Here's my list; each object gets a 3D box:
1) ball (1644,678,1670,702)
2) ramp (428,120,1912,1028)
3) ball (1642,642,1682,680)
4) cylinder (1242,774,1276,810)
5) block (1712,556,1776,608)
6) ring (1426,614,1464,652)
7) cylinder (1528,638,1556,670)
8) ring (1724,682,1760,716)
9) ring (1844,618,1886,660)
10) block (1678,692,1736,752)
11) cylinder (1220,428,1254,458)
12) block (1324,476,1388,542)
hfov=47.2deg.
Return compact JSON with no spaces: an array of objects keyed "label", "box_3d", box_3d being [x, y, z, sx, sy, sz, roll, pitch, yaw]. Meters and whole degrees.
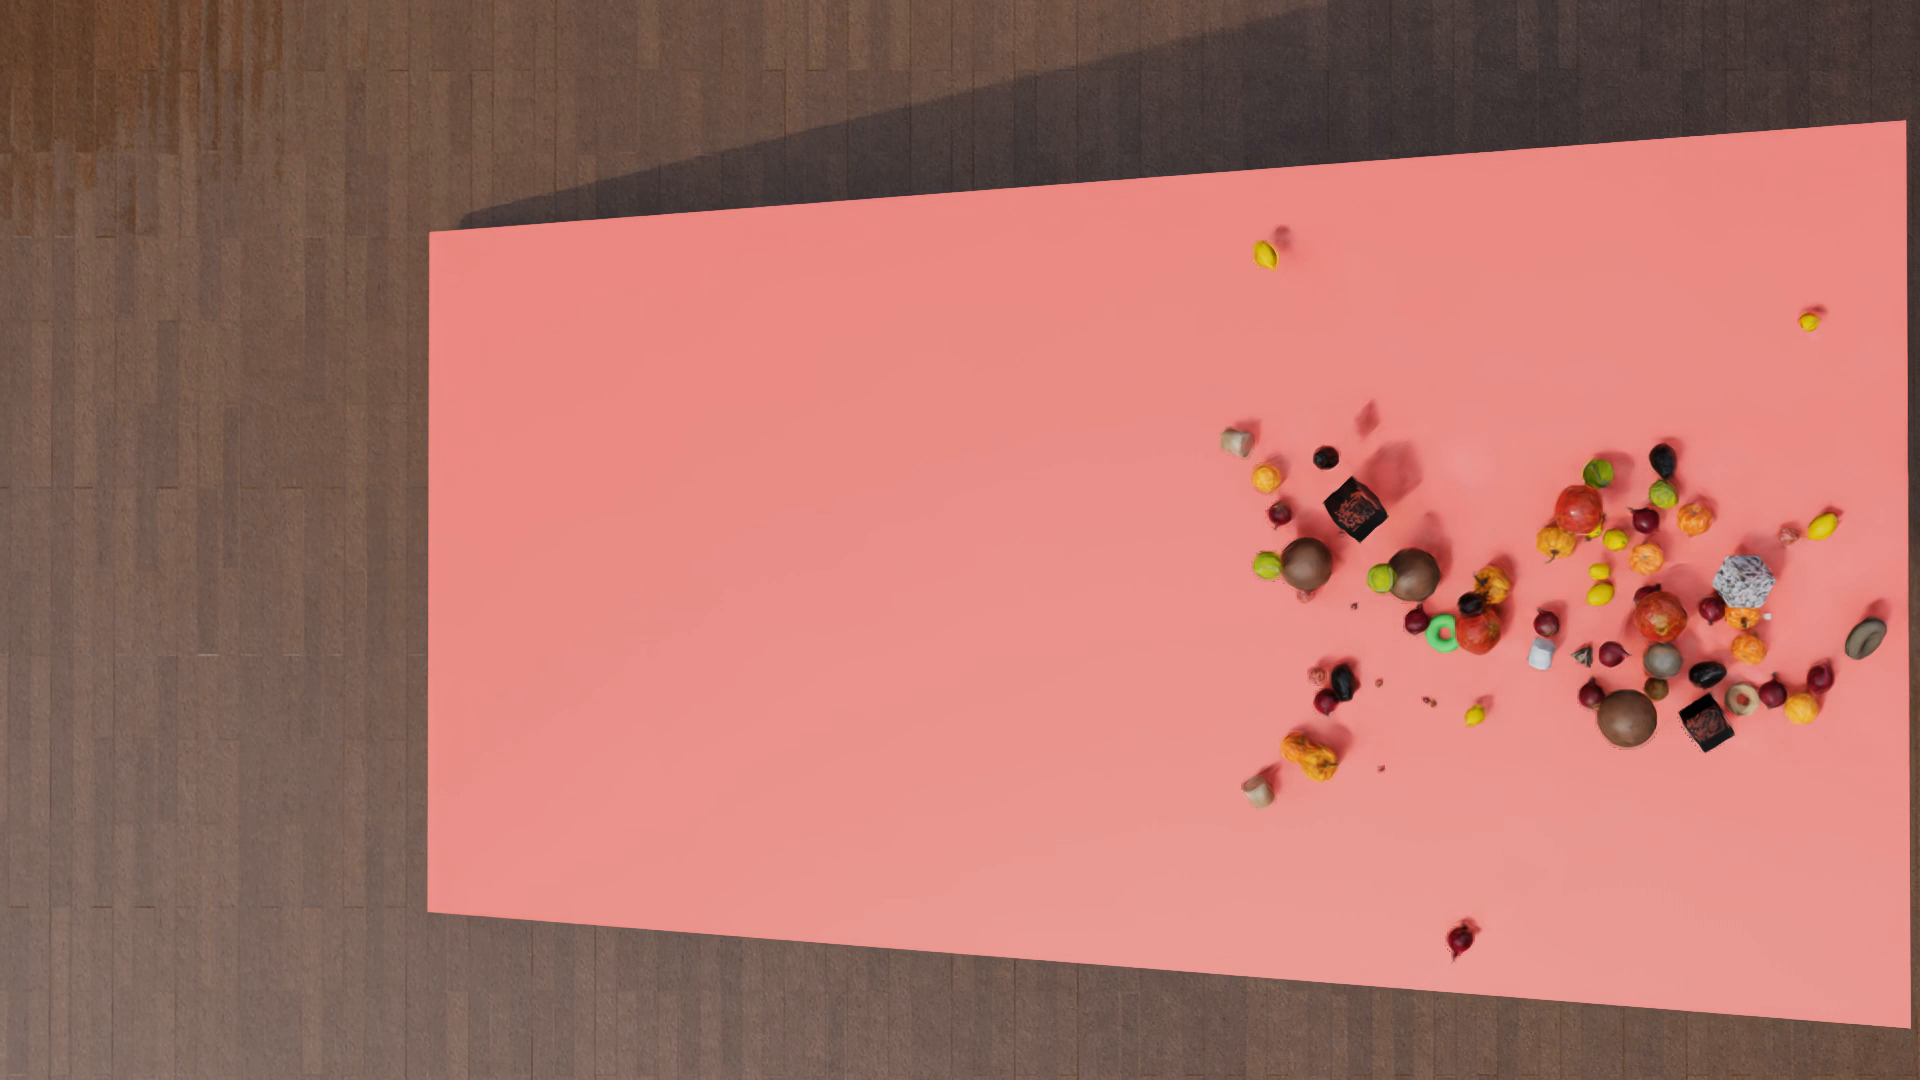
[{"label":"ball","box_3d":[1.594,0.341,5.031,0.056,0.056,0.056,0,89,0]},{"label":"ramp","box_3d":[0.283,0.083,5.704,4.000,0.100,2.000,0,89,24]},{"label":"ball","box_3d":[1.596,0.274,4.998,0.086,0.086,0.086,0,89,0]},{"label":"cylinder","box_3d":[0.734,0.618,5.394,0.059,0.059,0.059,-35,112,0]},{"label":"block","box_3d":[1.749,0.094,4.908,0.083,0.083,0.083,1,129,-17]},{"label":"ring","box_3d":[1.156,0.222,5.241,0.094,0.031,0.094,-1,88,24]},{"label":"cylinder","box_3d":[1.349,0.264,5.101,0.053,0.053,0.053,7,122,0]},{"label":"ring","box_3d":[1.768,0.360,4.970,0.077,0.026,0.077,-1,88,25]},{"label":"ring","box_3d":[1.990,0.216,4.833,0.106,0.106,0.035,-41,48,0]},{"label":"block","box_3d":[1.680,0.411,4.943,0.080,0.080,0.080,-37,102,18]},{"label":"cylinder","box_3d":[0.682,-0.241,5.423,0.060,0.060,0.060,21,89,34]},{"label":"block","box_3d":[0.934,-0.072,5.191,0.092,0.092,0.092,34,112,-27]}]
